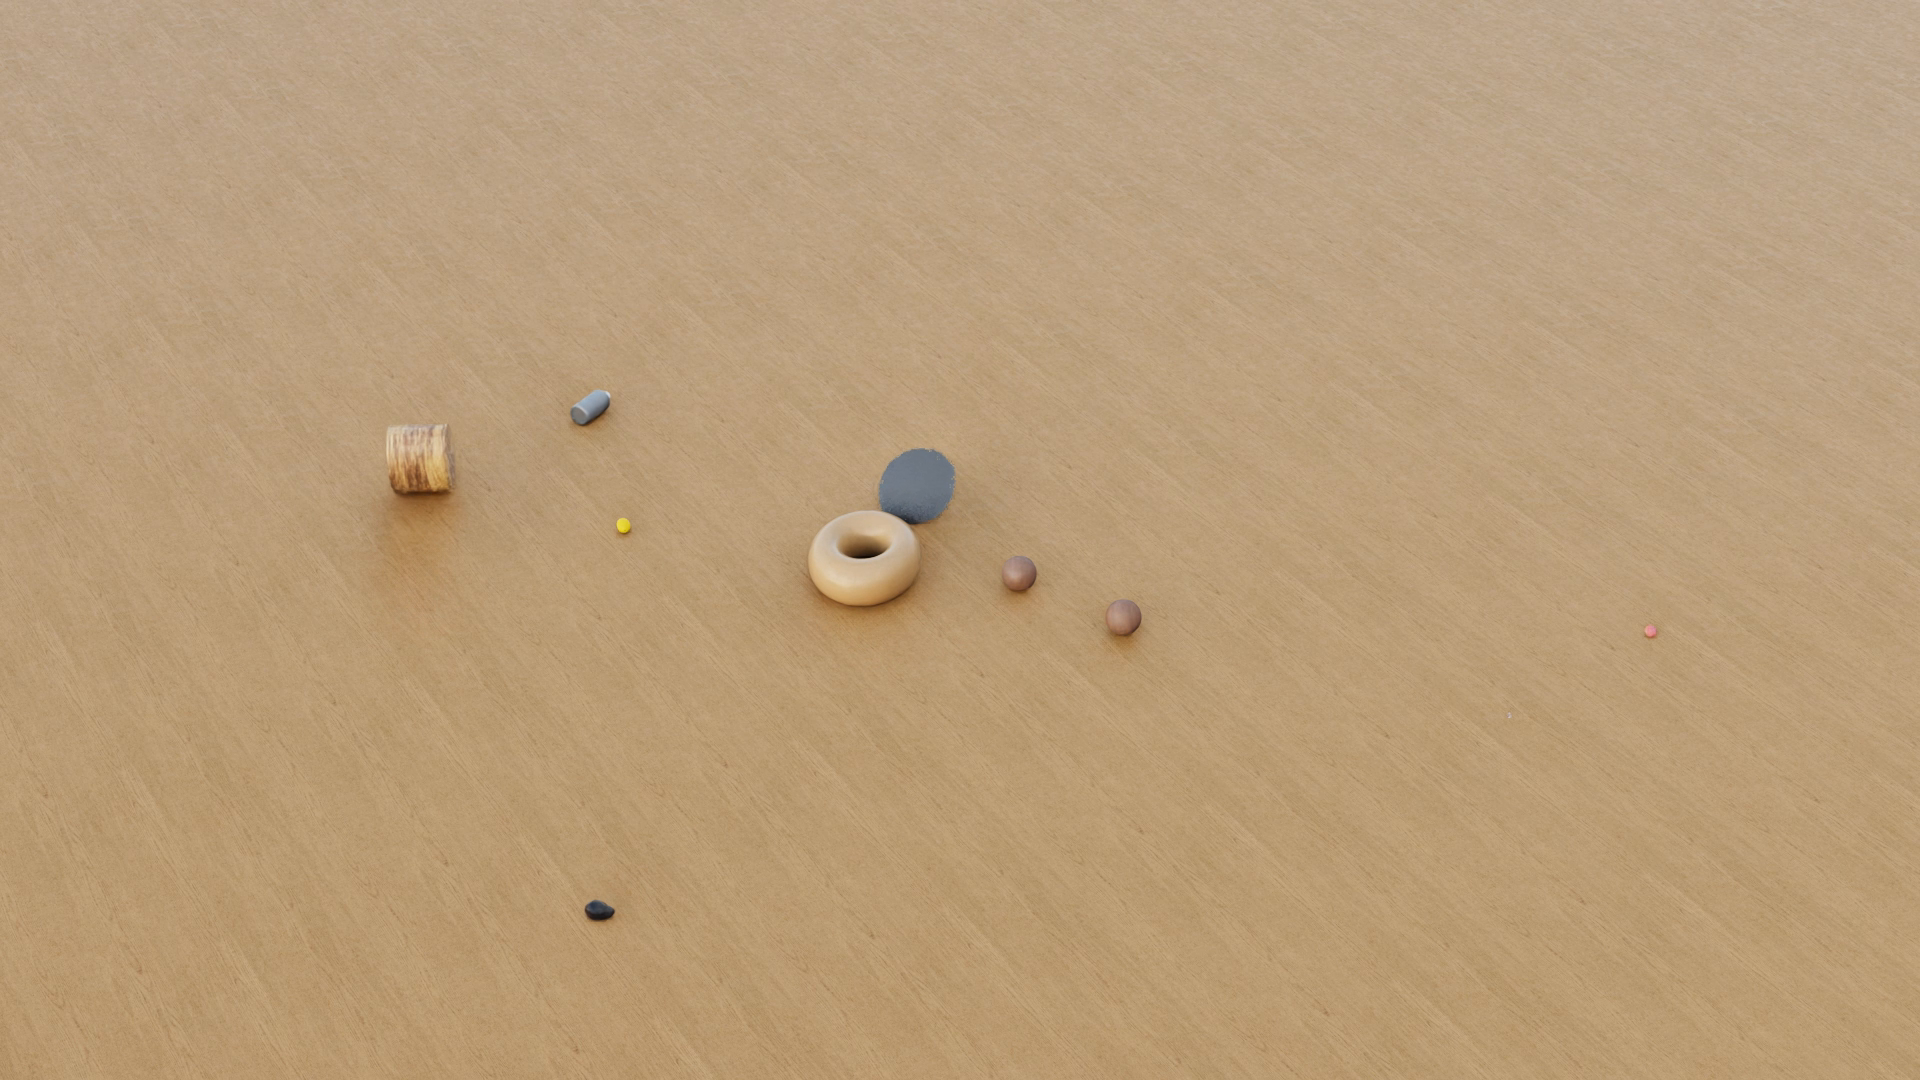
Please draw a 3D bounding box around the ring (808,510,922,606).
[{"bbox_3d":[-0.347,0.064,10.690,0.414,0.177,0.474,4,35,8],"label":"ring"}]

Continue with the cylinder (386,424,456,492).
[{"bbox_3d":[-2.046,-0.309,11.140,0.217,0.324,0.233,-2,66,-3],"label":"cylinder"}]

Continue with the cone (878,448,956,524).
[{"bbox_3d":[-0.144,-0.202,11.139,0.267,0.312,0.234,50,7,5],"label":"cone"}]
